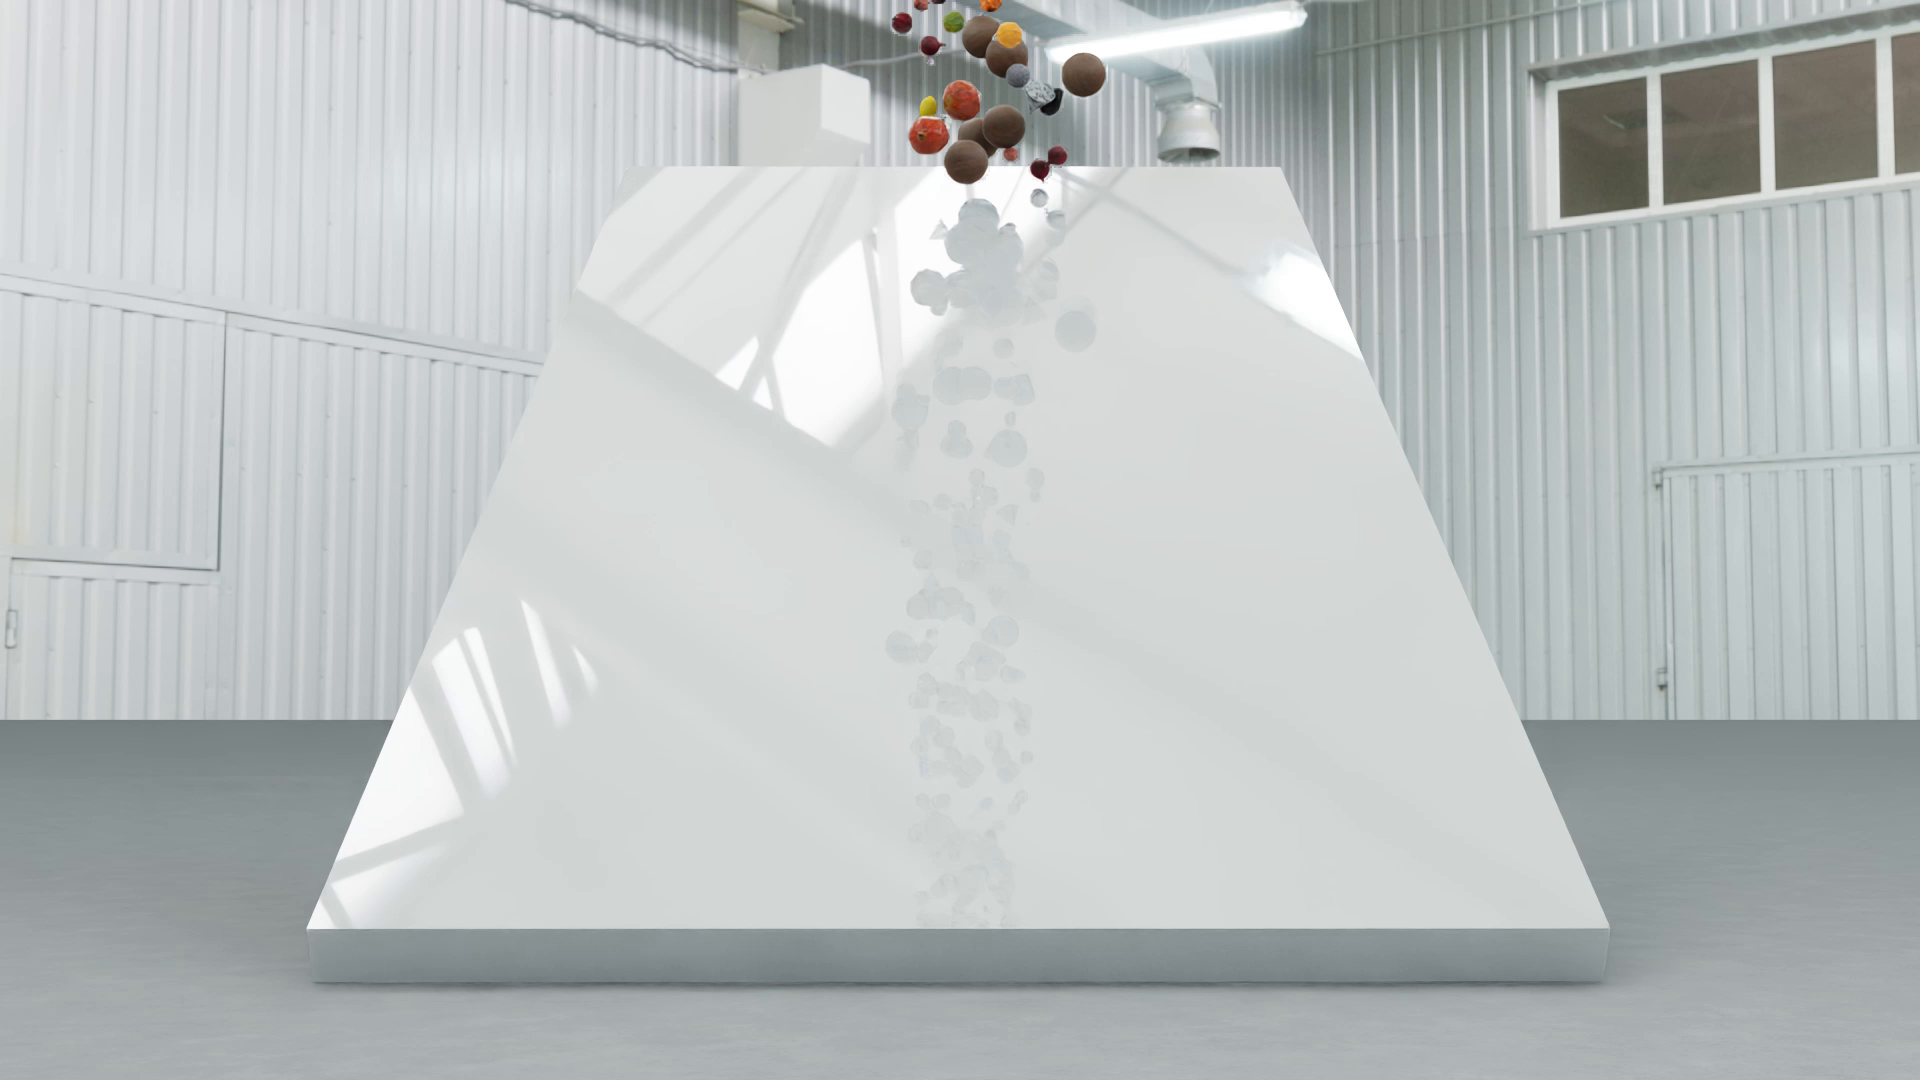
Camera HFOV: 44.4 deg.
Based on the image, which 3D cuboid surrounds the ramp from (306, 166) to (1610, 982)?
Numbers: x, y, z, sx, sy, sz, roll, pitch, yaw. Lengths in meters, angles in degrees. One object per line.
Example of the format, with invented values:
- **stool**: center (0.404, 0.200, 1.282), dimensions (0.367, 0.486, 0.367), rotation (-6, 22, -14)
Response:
- **ramp**: center (-0.010, -0.229, 5.431), dimensions (2.000, 0.100, 4.000), rotation (0, 26, 0)

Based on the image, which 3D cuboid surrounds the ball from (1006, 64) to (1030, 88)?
- **ball**: center (0.169, -1.363, 6.904), dimensions (0.071, 0.071, 0.071), rotation (0, -4, 0)

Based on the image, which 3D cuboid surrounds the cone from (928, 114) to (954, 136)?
- **cone**: center (-0.070, -1.257, 7.030), dimensions (0.072, 0.072, 0.072), rotation (29, -15, -19)
